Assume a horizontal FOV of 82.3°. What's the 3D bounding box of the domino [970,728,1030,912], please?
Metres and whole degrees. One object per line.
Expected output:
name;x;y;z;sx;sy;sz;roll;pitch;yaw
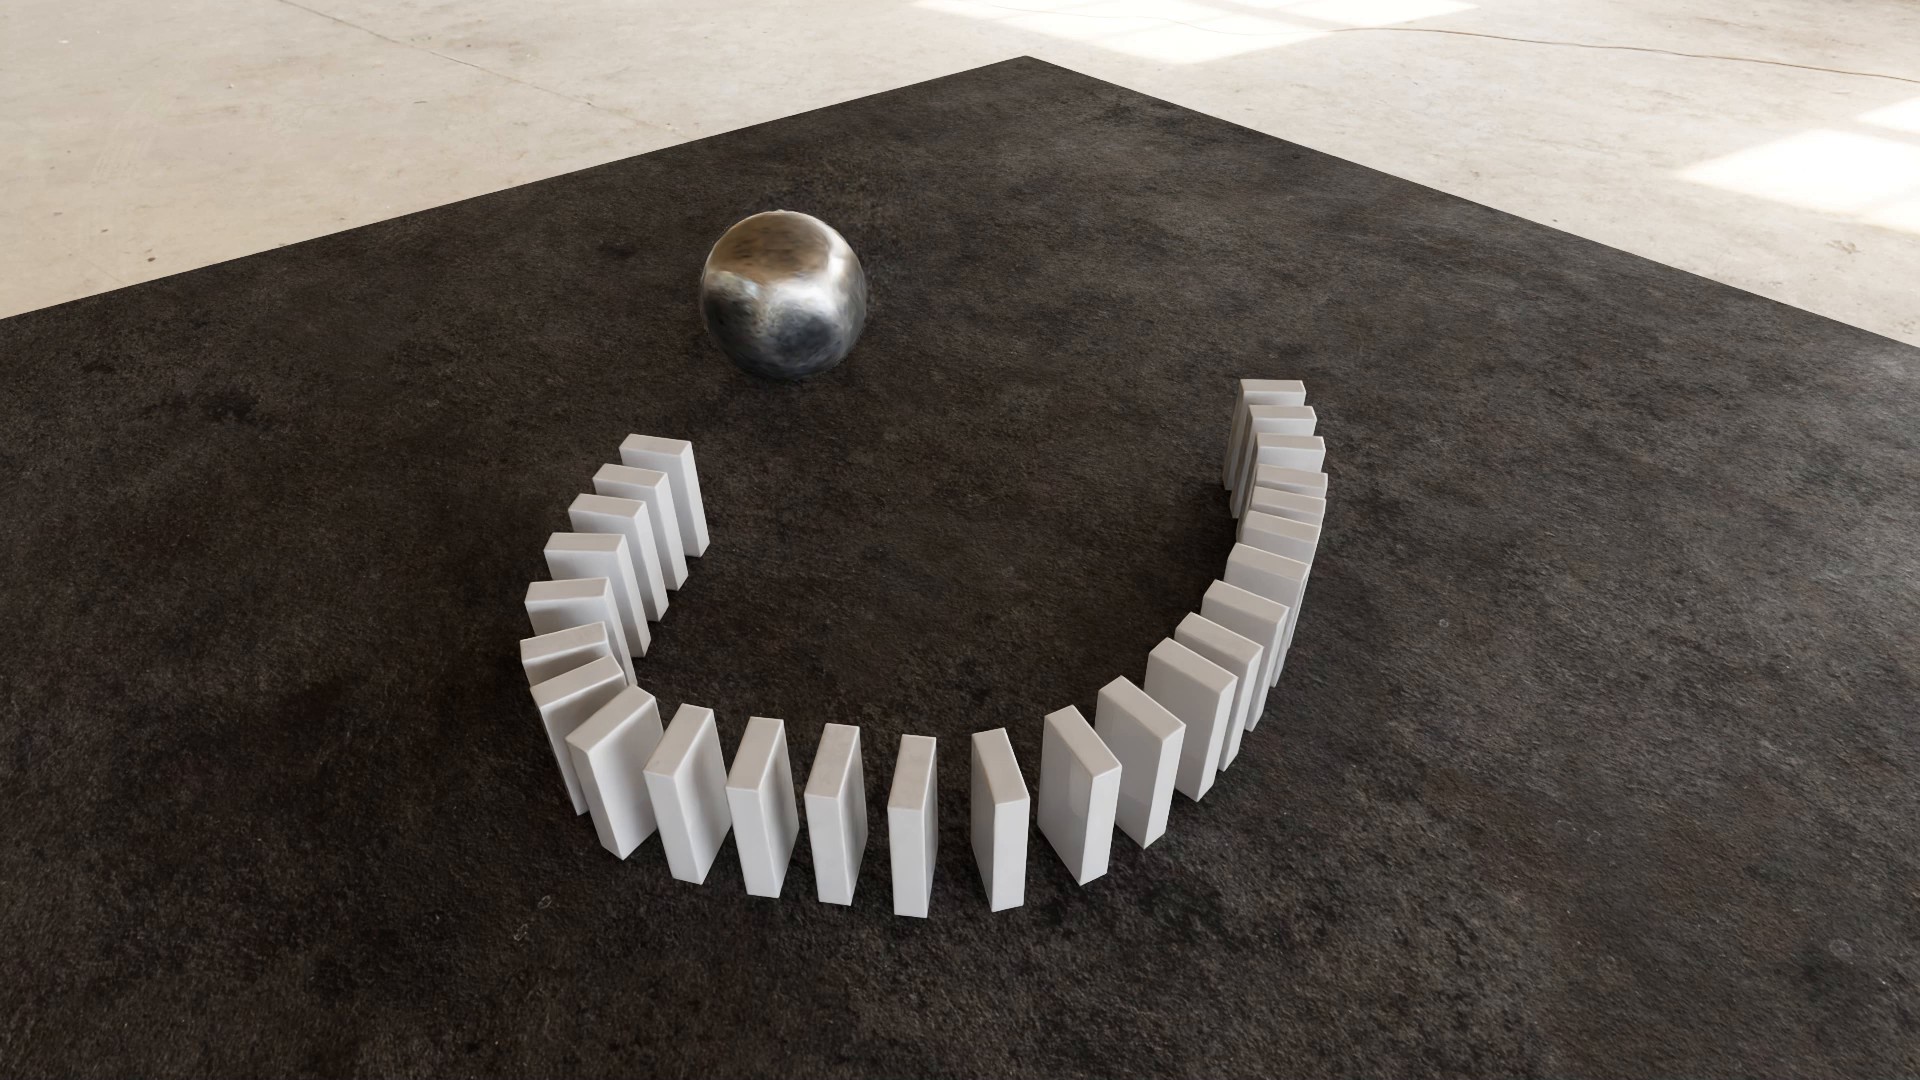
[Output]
domino;0.011;0.080;0.313;0.009;0.050;0.025;-9;40;-11

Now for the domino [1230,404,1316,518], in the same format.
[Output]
domino;0.127;-0.031;0.449;0.025;0.050;0.009;2;39;2

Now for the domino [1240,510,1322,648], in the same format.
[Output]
domino;0.111;0.015;0.394;0.025;0.050;0.009;15;42;17

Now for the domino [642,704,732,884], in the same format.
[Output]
domino;-0.078;0.074;0.321;0.010;0.050;0.025;9;40;11

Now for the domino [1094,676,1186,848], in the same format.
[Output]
domino;0.052;0.067;0.330;0.010;0.050;0.025;-28;47;-30

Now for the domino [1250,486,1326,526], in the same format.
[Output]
domino;0.116;0.005;0.405;0.025;0.050;0.009;12;41;15

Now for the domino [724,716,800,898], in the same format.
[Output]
domino;-0.056;0.077;0.317;0.009;0.050;0.025;5;40;6

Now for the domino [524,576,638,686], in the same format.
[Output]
domino;-0.126;0.035;0.369;0.025;0.050;0.009;-4;39;-5

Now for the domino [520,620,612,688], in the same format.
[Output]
domino;-0.121;0.050;0.350;0.025;0.050;0.009;-14;41;-16

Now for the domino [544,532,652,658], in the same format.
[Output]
domino;-0.127;0.020;0.387;0.025;0.050;0.010;1;39;2

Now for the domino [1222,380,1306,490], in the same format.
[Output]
domino;0.128;-0.044;0.465;0.025;0.050;0.009;2;39;2

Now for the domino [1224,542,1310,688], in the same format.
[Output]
domino;0.102;0.026;0.379;0.025;0.050;0.009;18;43;21

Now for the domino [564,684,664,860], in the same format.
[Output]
domino;-0.099;0.069;0.327;0.009;0.050;0.025;23;45;26

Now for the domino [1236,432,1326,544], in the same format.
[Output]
domino;0.126;-0.018;0.434;0.025;0.050;0.010;5;40;6

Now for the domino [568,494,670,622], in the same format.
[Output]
domino;-0.124;0.007;0.403;0.025;0.050;0.010;7;40;8

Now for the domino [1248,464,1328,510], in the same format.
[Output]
domino;0.121;-0.004;0.416;0.025;0.050;0.009;10;40;12

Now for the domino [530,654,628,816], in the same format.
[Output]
domino;-0.112;0.060;0.338;0.025;0.050;0.010;-23;45;-26

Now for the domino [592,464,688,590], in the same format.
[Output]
domino;-0.120;-0.004;0.417;0.025;0.050;0.010;9;40;11

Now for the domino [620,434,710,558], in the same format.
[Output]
domino;-0.115;-0.017;0.432;0.025;0.050;0.009;8;40;9

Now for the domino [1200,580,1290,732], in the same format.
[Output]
domino;0.091;0.039;0.364;0.025;0.050;0.009;22;44;25

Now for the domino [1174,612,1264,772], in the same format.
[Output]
domino;0.079;0.049;0.352;0.025;0.050;0.009;27;46;29

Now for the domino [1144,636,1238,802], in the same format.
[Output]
domino;0.069;0.056;0.343;0.025;0.050;0.010;30;48;31

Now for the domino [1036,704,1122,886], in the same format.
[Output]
domino;0.034;0.075;0.320;0.010;0.050;0.025;-18;43;-21

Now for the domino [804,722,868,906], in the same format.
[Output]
domino;-0.035;0.079;0.315;0.010;0.050;0.025;5;40;6

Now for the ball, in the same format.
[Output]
ball;-0.085;-0.118;0.531;0.080;0.080;0.080;0;39;0

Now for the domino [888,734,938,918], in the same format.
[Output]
domino;-0.013;0.082;0.312;0.010;0.050;0.025;4;40;5
